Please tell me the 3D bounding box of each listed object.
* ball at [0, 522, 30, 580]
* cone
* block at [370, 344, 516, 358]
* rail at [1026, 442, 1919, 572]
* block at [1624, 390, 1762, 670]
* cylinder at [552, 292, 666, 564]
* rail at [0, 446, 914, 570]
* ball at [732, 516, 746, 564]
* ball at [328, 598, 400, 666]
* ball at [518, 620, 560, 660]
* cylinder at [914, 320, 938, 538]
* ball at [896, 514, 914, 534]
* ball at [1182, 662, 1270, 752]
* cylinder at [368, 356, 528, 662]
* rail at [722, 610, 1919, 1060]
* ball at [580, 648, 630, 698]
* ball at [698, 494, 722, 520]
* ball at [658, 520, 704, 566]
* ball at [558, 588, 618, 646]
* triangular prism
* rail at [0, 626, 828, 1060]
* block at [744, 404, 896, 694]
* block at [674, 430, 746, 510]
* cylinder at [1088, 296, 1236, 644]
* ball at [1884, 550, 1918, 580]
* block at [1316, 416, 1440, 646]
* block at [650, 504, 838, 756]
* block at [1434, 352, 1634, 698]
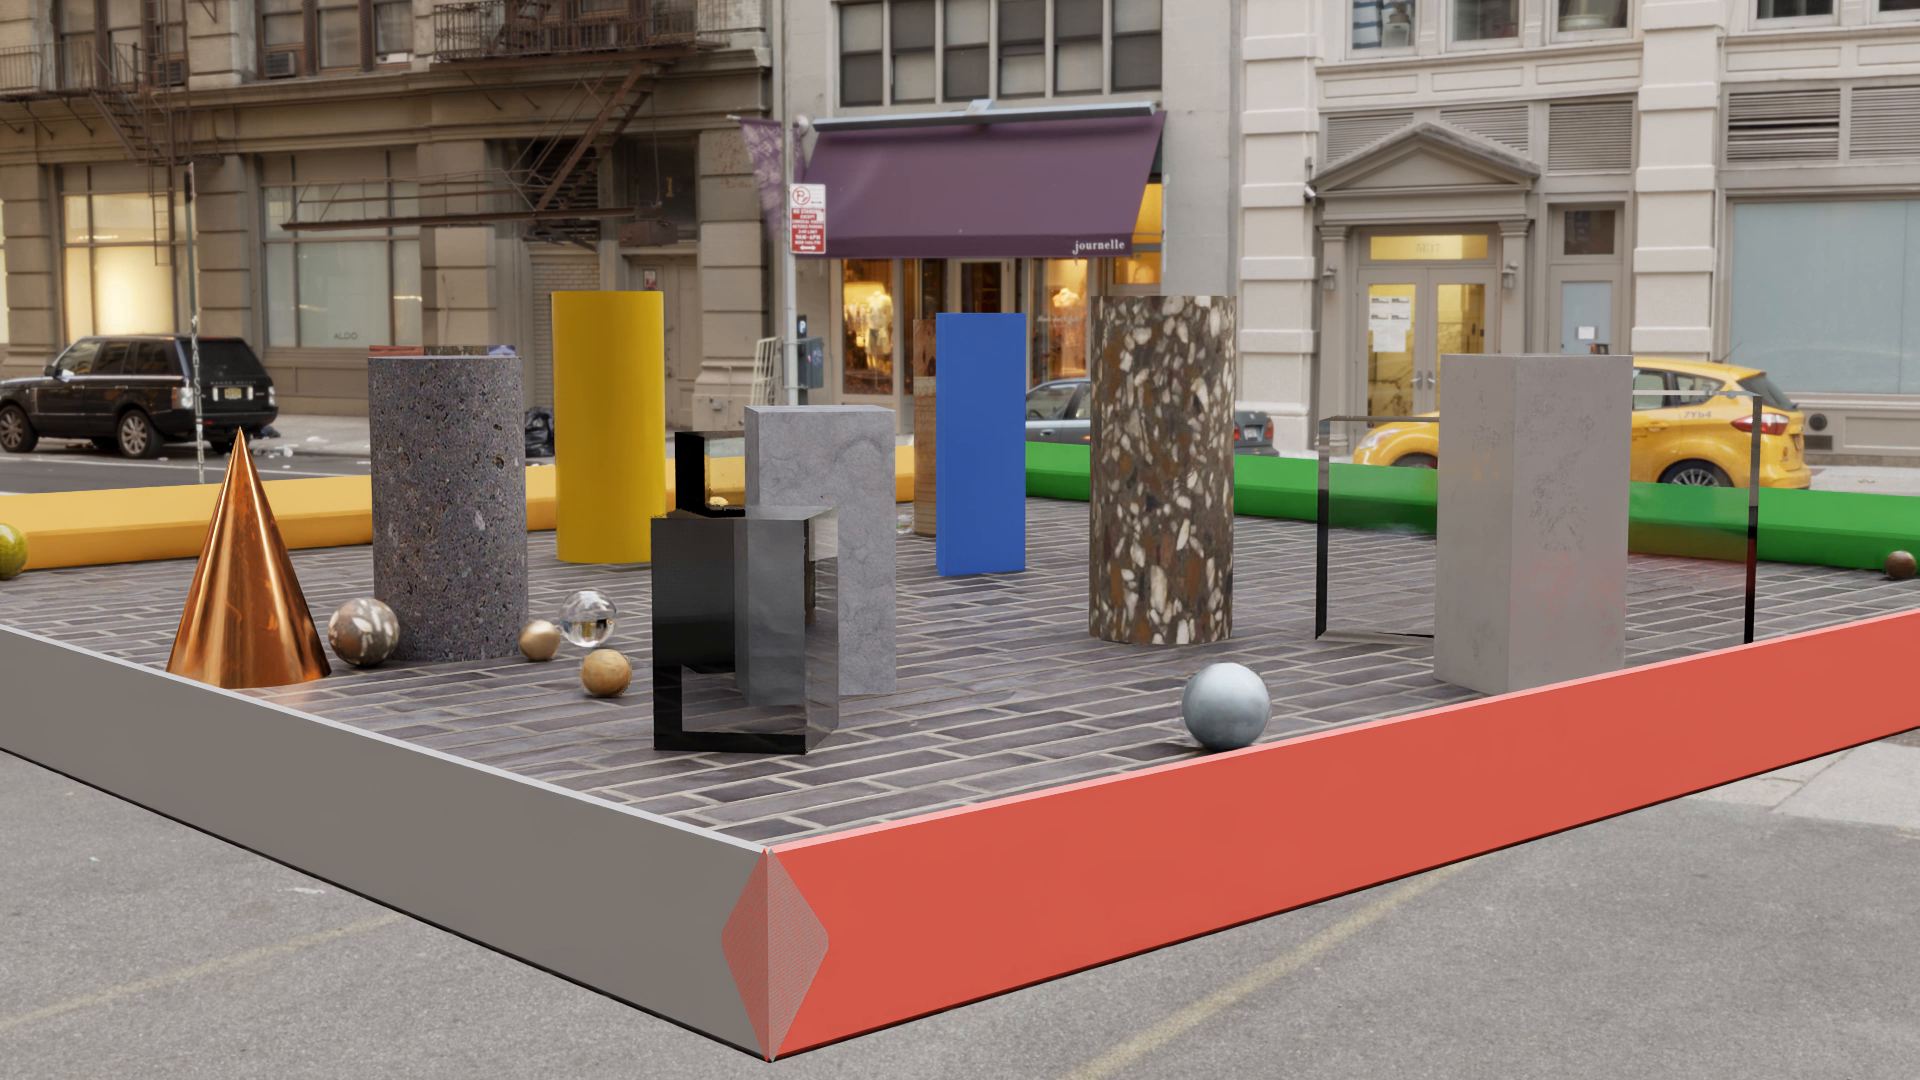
[{"bbox_3d":[-1.595,0.018,3.644,0.096,0.096,0.096,0,6,0],"label":"ball"},{"bbox_3d":[-0.871,0.013,2.675,0.197,0.306,0.197,0,6,0],"label":"cone"},{"bbox_3d":[-0.792,-0.103,3.381,0.158,0.391,0.158,-6,8,-44],"label":"block"},{"bbox_3d":[1.063,-0.069,4.307,0.045,0.128,2.853,-5,8,-42],"label":"rail"},{"bbox_3d":[0.896,-0.011,2.726,0.158,0.343,0.158,1,6,14],"label":"block"},{"bbox_3d":[-0.629,-0.206,3.953,0.197,0.478,0.197,0,6,0],"label":"cylinder"},{"bbox_3d":[-0.951,-0.074,4.357,2.940,0.128,0.045,-5,8,-42],"label":"rail"},{"bbox_3d":[-0.344,0.000,3.807,0.099,0.099,0.099,0,6,0],"label":"ball"},{"bbox_3d":[-0.746,0.115,2.754,0.087,0.087,0.087,0,6,0],"label":"ball"},{"bbox_3d":[-0.536,0.128,2.803,0.053,0.053,0.053,0,6,0],"label":"ball"},{"bbox_3d":[0.006,-0.226,4.388,0.197,0.426,0.197,0,6,0],"label":"cylinder"},{"bbox_3d":[-0.114,-0.032,4.393,0.041,0.041,0.041,0,6,0],"label":"ball"},{"bbox_3d":[0.270,0.169,2.228,0.090,0.090,0.090,0,6,0],"label":"ball"},{"bbox_3d":[-0.666,-0.046,2.871,0.197,0.384,0.197,0,6,0],"label":"cylinder"},{"bbox_3d":[0.951,0.140,2.307,2.940,0.128,0.045,-5,8,-42],"label":"rail"},{"bbox_3d":[-0.410,0.153,2.540,0.056,0.056,0.056,0,6,0],"label":"ball"},{"bbox_3d":[-0.534,-0.071,4.704,0.052,0.052,0.052,0,6,0],"label":"ball"},{"bbox_3d":[-0.489,0.005,3.852,0.079,0.079,0.079,0,6,0],"label":"ball"},{"bbox_3d":[-0.494,0.103,2.918,0.077,0.077,0.077,0,6,0],"label":"ball"},{"bbox_3d":[0.001,-0.169,3.782,0.171,0.440,0.148,-4,7,-33],"label":"triangular prism"},{"bbox_3d":[-1.063,0.135,2.356,0.045,0.128,2.853,-5,8,-42],"label":"rail"},{"bbox_3d":[-0.168,0.008,2.611,0.158,0.329,0.158,-1,6,-11],"label":"block"},{"bbox_3d":[-0.269,0.006,2.842,0.158,0.287,0.158,-3,6,-23],"label":"block"},{"bbox_3d":[0.277,-0.101,3.017,0.197,0.463,0.197,0,6,0],"label":"cylinder"},{"bbox_3d":[1.559,0.041,3.643,0.050,0.050,0.050,0,6,0],"label":"ball"},{"bbox_3d":[0.581,-0.017,3.012,0.158,0.297,0.158,2,6,18],"label":"block"},{"bbox_3d":[-0.221,0.089,2.286,0.158,0.237,0.158,1,6,9],"label":"block"},{"bbox_3d":[0.675,-0.022,2.601,0.158,0.393,0.158,-2,6,-20],"label":"block"}]
